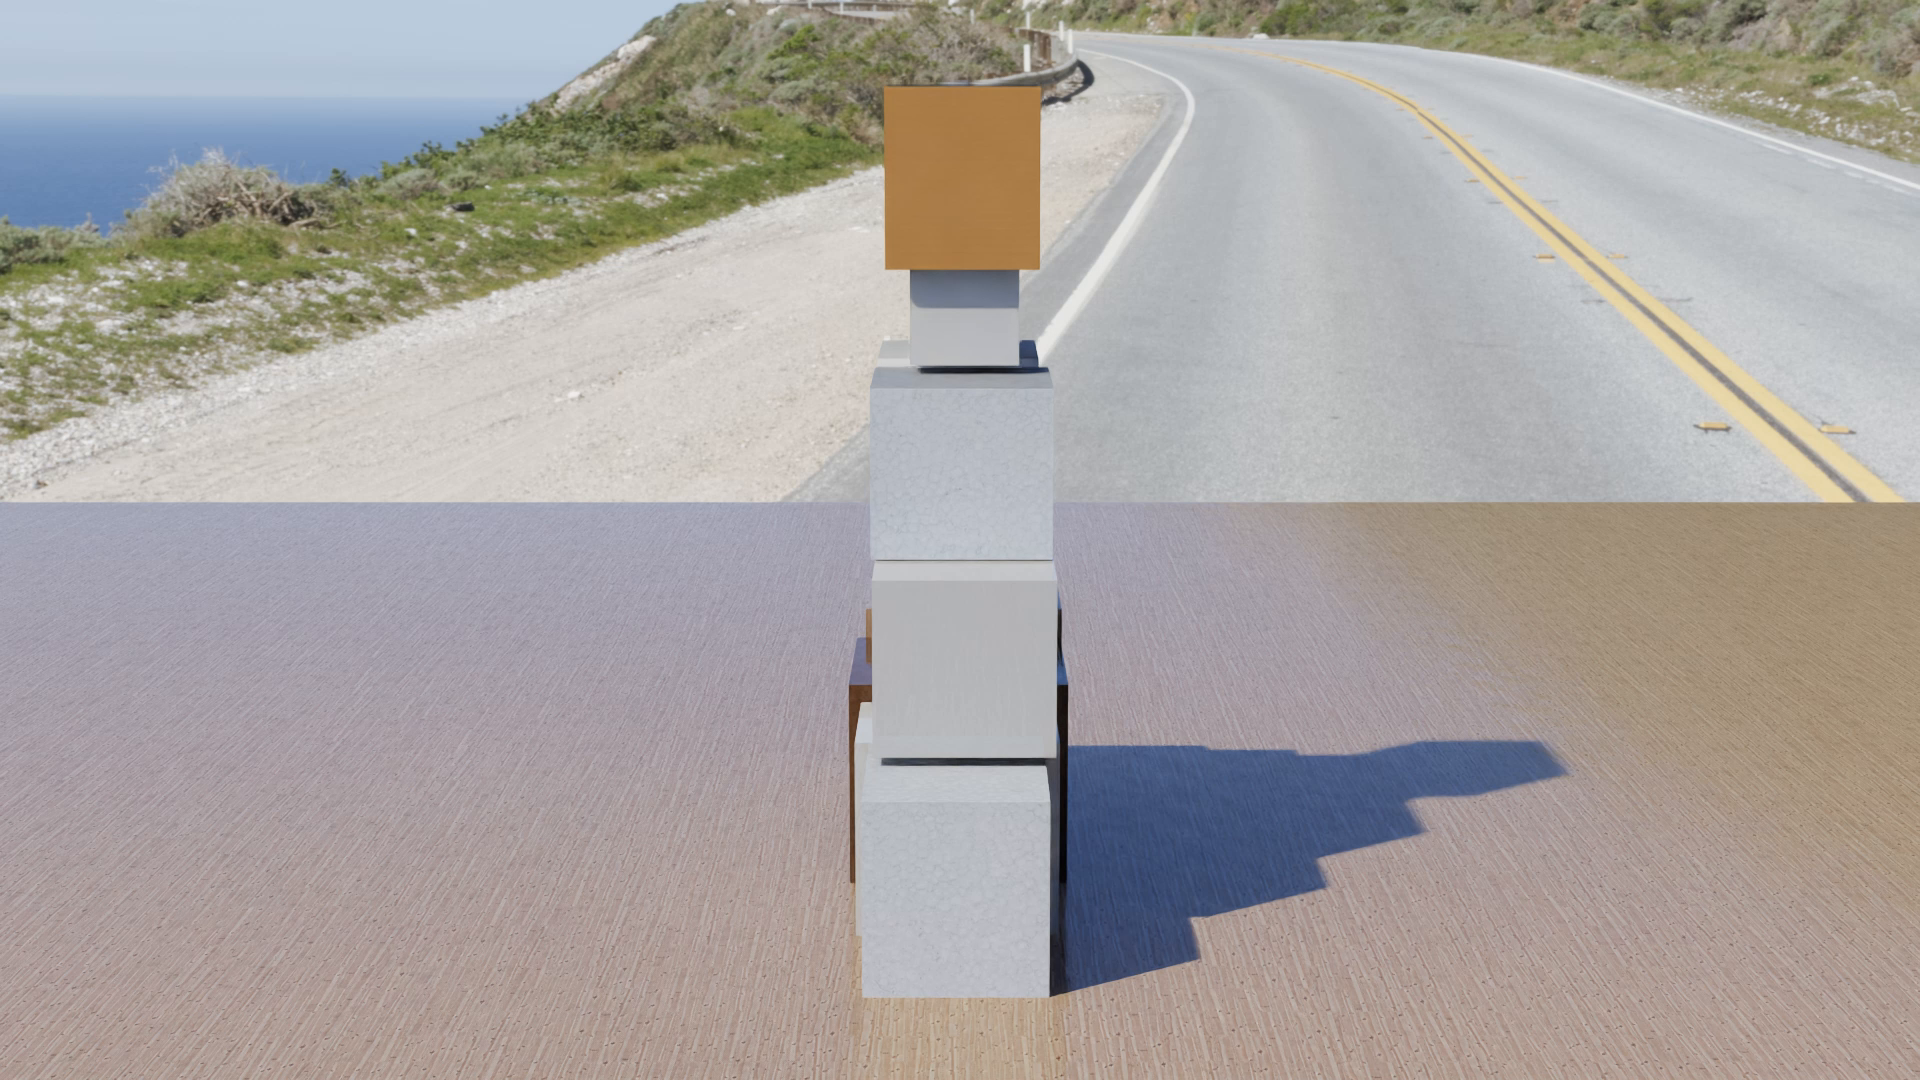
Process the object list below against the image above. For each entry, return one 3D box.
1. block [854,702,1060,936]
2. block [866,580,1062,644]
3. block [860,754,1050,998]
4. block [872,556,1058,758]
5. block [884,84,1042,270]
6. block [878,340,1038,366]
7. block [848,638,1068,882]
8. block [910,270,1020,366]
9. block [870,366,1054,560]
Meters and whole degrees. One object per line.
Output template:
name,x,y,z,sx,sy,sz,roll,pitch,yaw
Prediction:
block,-0.011,1.168,10.853,0.837,0.819,0.689,0,10,0
block,0.018,0.757,12.525,0.920,1.030,0.812,0,10,0
block,-0.016,1.314,10.160,0.720,0.779,0.708,0,10,0
block,0.018,0.449,10.510,0.731,0.718,0.723,0,10,0
block,0.010,-1.545,10.869,0.641,0.747,0.673,0,11,0
block,-0.007,-0.576,11.420,0.693,0.549,0.659,0,11,0
block,-0.006,0.983,11.661,0.952,0.894,0.948,0,10,0
block,0.019,-0.978,10.976,0.458,0.408,0.482,0,11,0
block,0.007,-0.332,10.770,0.745,0.704,0.707,0,11,0
